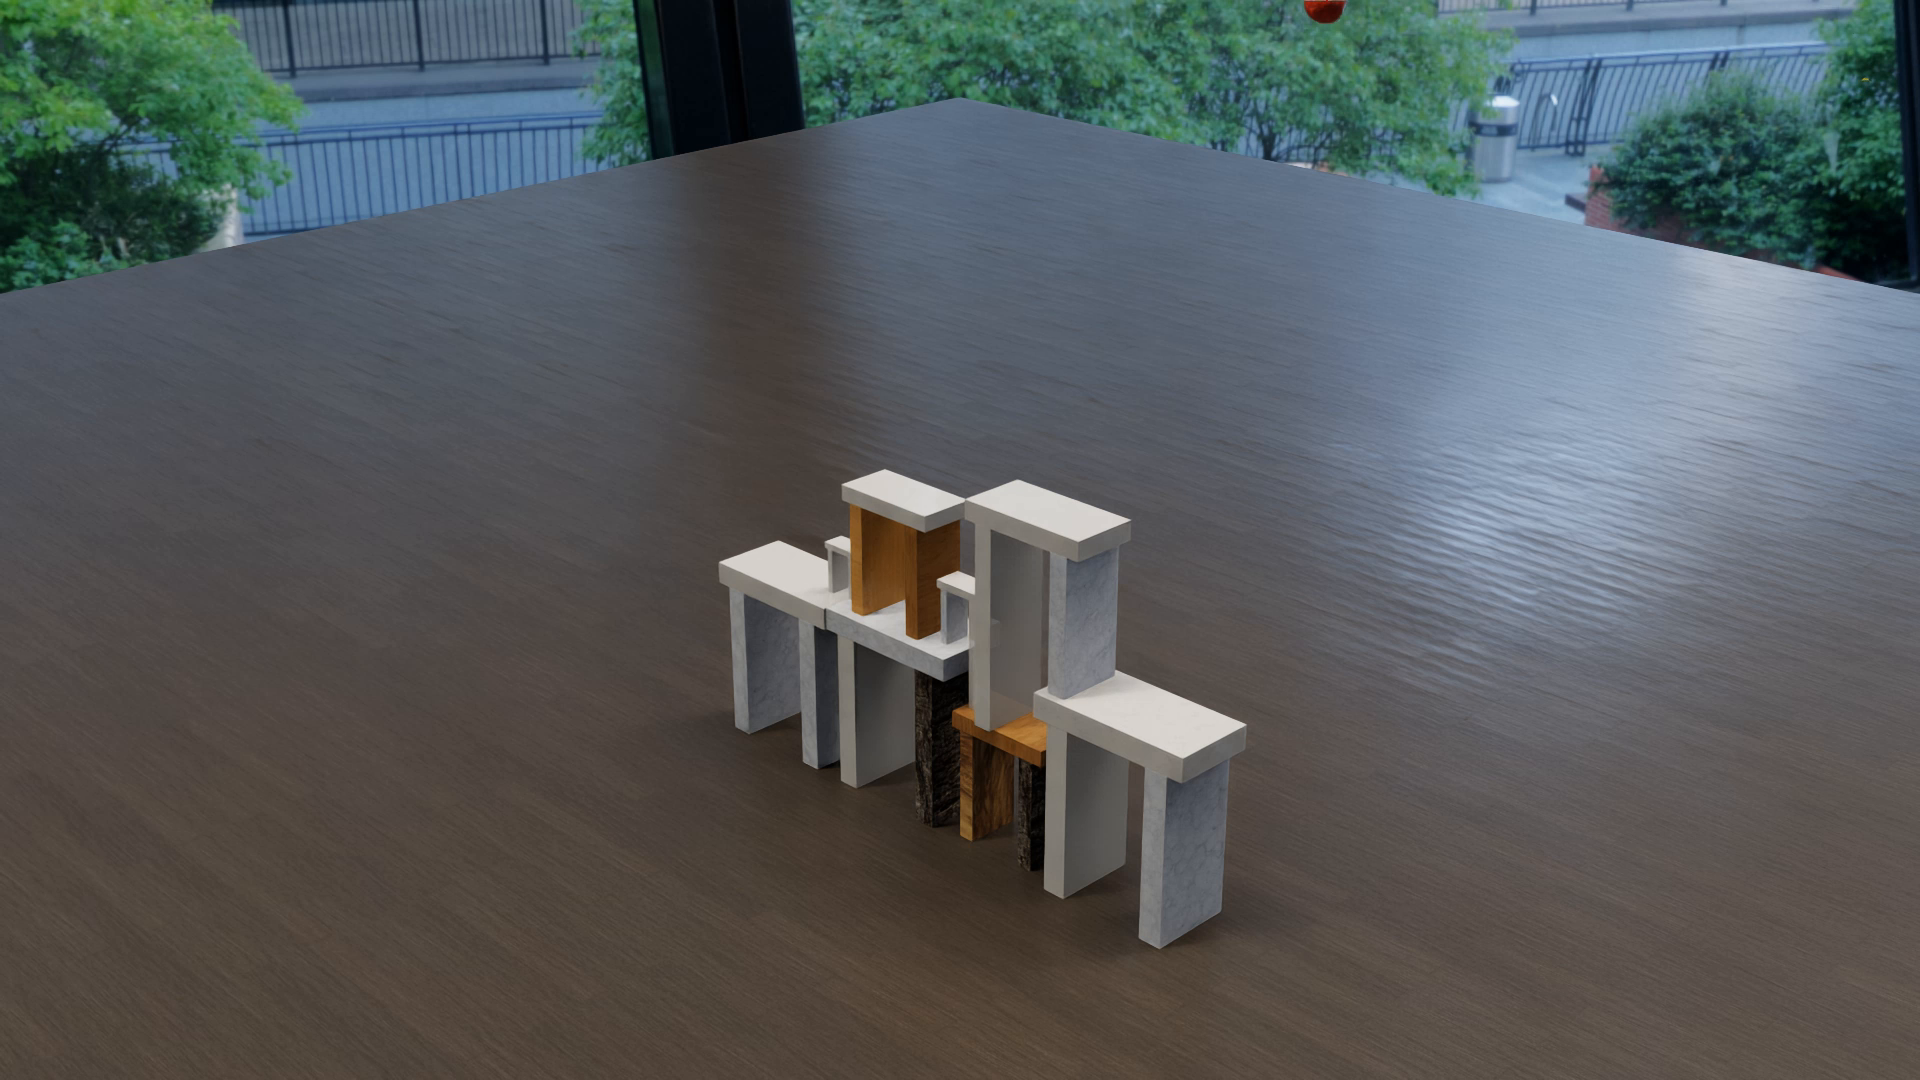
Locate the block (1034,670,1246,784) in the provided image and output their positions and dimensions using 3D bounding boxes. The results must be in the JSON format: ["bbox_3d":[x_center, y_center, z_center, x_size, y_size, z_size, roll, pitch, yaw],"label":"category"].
[{"bbox_3d":[0.325,0.329,4.007,0.356,0.050,0.178,21,31,41],"label":"block"}]

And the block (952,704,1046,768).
[{"bbox_3d":[0.110,0.365,4.253,0.237,0.034,0.118,21,31,41],"label":"block"}]

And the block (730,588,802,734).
[{"bbox_3d":[-0.414,0.237,4.773,0.047,0.335,0.167,21,31,41],"label":"block"}]

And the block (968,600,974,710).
[{"bbox_3d":[0.043,0.216,4.266,0.058,0.230,0.016,-21,31,-41],"label":"block"}]

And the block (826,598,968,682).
[{"bbox_3d":[-0.092,0.183,4.405,0.338,0.048,0.169,21,31,41],"label":"block"}]

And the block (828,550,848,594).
[{"bbox_3d":[-0.250,0.057,4.524,0.046,0.096,0.013,-21,31,-41],"label":"block"}]

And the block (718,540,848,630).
[{"bbox_3d":[-0.335,0.092,4.626,0.335,0.047,0.167,21,31,41],"label":"block"}]

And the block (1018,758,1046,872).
[{"bbox_3d":[0.166,0.511,4.254,0.034,0.237,0.118,21,31,41],"label":"block"}]

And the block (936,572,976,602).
[{"bbox_3d":[0.016,0.092,4.242,0.058,0.016,0.115,-21,31,-41],"label":"block"}]

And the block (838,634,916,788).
[{"bbox_3d":[-0.171,0.329,4.553,0.048,0.337,0.169,21,31,41],"label":"block"}]

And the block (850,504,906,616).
[{"bbox_3d":[-0.165,0.024,4.416,0.033,0.236,0.118,21,31,41],"label":"block"}]

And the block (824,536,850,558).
[{"bbox_3d":[-0.228,0.016,4.483,0.046,0.013,0.093,-21,31,-41],"label":"block"}]

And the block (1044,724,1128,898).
[{"bbox_3d":[0.241,0.484,4.164,0.050,0.356,0.178,21,31,41],"label":"block"}]

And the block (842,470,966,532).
[{"bbox_3d":[-0.109,-0.078,4.312,0.236,0.033,0.118,21,31,41],"label":"block"}]

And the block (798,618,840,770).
[{"bbox_3d":[-0.256,0.299,4.628,0.047,0.335,0.167,21,31,41],"label":"block"}]

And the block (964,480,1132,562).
[{"bbox_3d":[0.159,-0.037,4.030,0.283,0.040,0.142,21,31,41],"label":"block"}]

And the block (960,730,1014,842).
[{"bbox_3d":[0.054,0.467,4.357,0.034,0.237,0.118,21,31,41],"label":"block"}]

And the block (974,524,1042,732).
[{"bbox_3d":[0.092,0.149,4.181,0.040,0.420,0.142,21,31,41],"label":"block"}]

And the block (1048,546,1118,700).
[{"bbox_3d":[0.226,0.138,4.031,0.040,0.284,0.142,21,31,41],"label":"block"}]

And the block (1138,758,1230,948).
[{"bbox_3d":[0.409,0.549,4.010,0.050,0.356,0.178,21,31,41],"label":"block"}]

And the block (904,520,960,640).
[{"bbox_3d":[-0.054,0.068,4.313,0.033,0.236,0.118,21,31,41],"label":"block"}]

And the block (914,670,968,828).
[{"bbox_3d":[-0.012,0.391,4.407,0.048,0.338,0.169,21,31,41],"label":"block"}]

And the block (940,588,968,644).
[{"bbox_3d":[-0.011,0.142,4.293,0.016,0.115,0.058,21,31,41],"label":"block"}]

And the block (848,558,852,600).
[{"bbox_3d":[-0.206,0.073,4.483,0.013,0.093,0.046,21,31,41],"label":"block"}]
